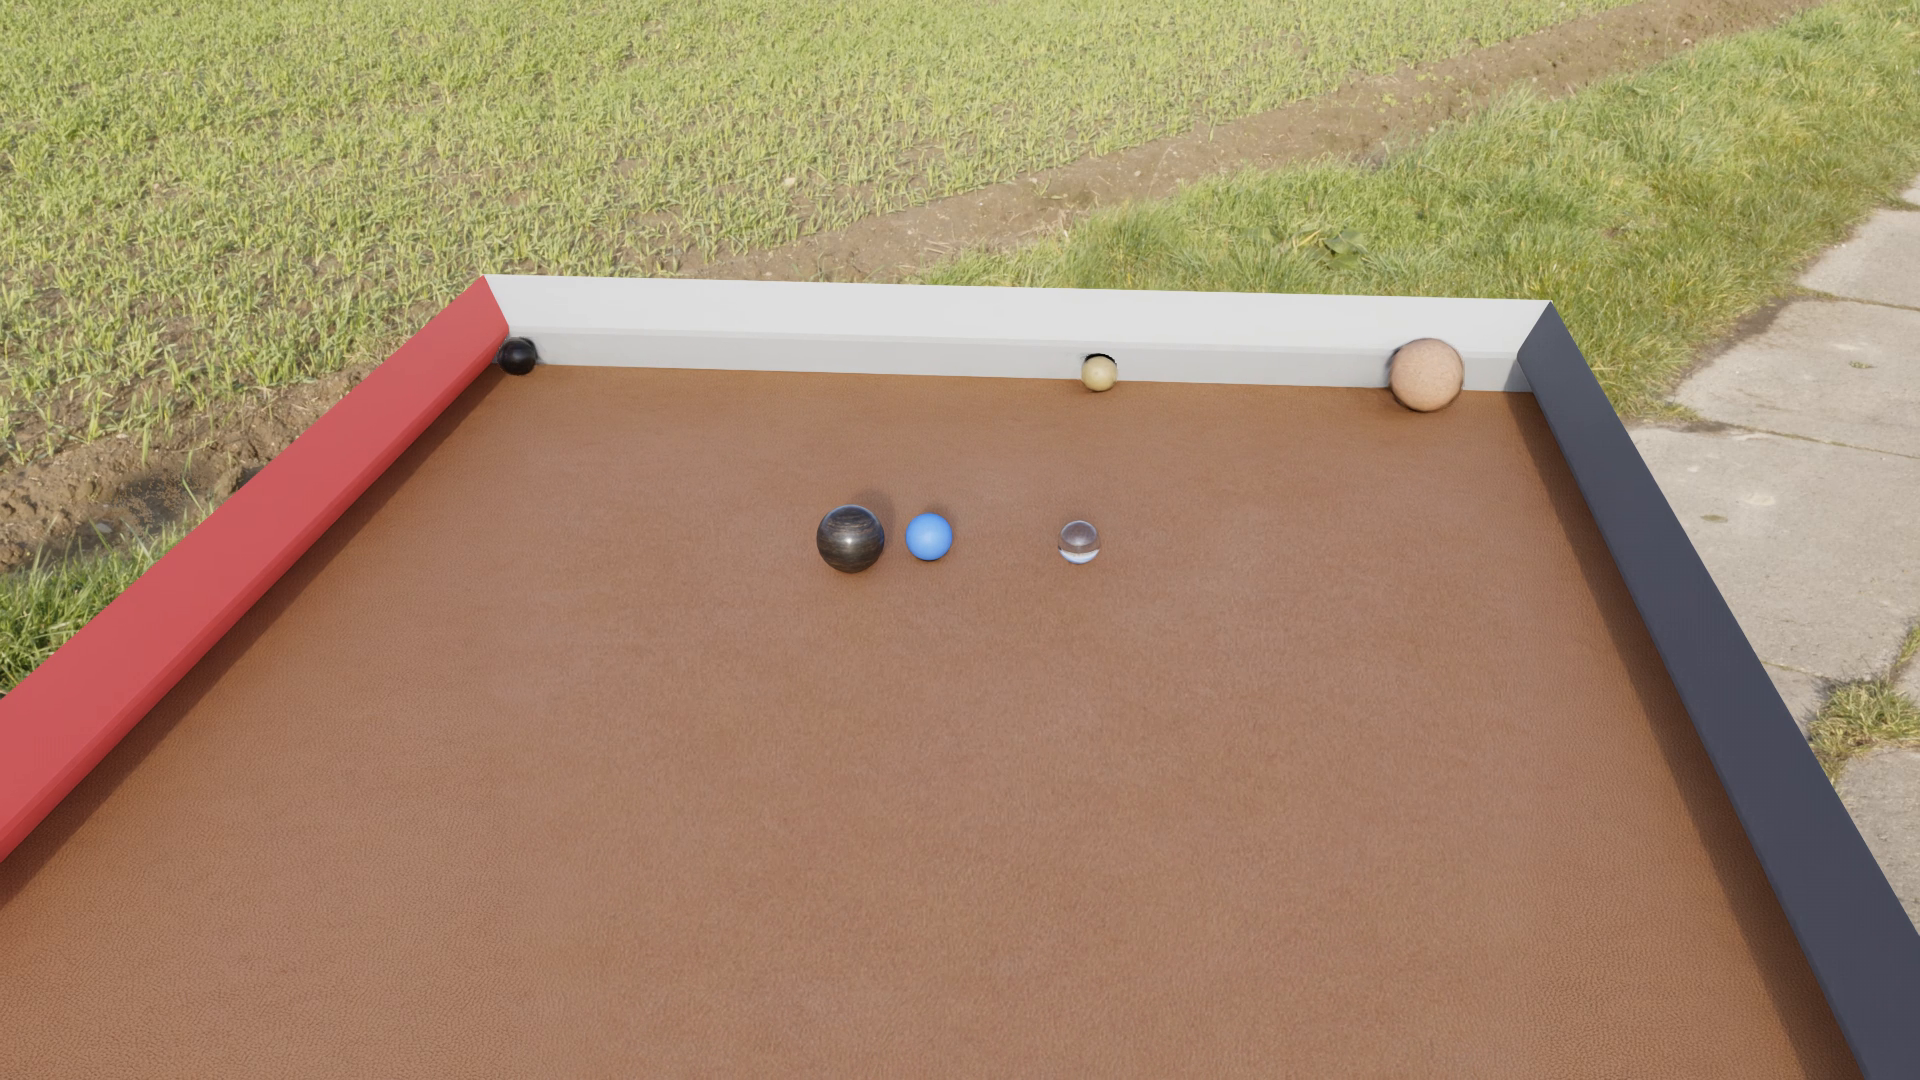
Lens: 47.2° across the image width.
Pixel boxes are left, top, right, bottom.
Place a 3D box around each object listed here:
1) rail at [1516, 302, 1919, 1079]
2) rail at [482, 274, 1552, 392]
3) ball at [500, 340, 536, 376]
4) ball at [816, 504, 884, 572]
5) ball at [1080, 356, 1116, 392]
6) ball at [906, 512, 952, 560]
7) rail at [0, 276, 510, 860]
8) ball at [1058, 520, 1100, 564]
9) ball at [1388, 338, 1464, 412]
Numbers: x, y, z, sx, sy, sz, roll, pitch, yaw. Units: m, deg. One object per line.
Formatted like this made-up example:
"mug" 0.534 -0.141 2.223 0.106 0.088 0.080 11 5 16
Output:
"rail" 0.626 0.236 1.665 0.045 0.124 2.658 2 22 5
"rail" 0.059 -0.271 2.931 1.429 0.124 0.045 2 22 5
"ball" -0.598 -0.247 2.976 0.049 0.049 0.049 0 22 0
"ball" -0.116 -0.001 2.330 0.073 0.073 0.073 0 22 0
"ball" 0.184 -0.220 2.911 0.047 0.047 0.047 0 22 0
"ball" -0.033 -0.003 2.364 0.051 0.051 0.051 0 22 0
"rail" -0.749 0.188 1.783 0.045 0.124 2.658 2 22 5
"ball" 0.127 0.002 2.355 0.047 0.047 0.047 0 22 0
"ball" 0.599 -0.212 2.826 0.095 0.095 0.095 0 22 0
